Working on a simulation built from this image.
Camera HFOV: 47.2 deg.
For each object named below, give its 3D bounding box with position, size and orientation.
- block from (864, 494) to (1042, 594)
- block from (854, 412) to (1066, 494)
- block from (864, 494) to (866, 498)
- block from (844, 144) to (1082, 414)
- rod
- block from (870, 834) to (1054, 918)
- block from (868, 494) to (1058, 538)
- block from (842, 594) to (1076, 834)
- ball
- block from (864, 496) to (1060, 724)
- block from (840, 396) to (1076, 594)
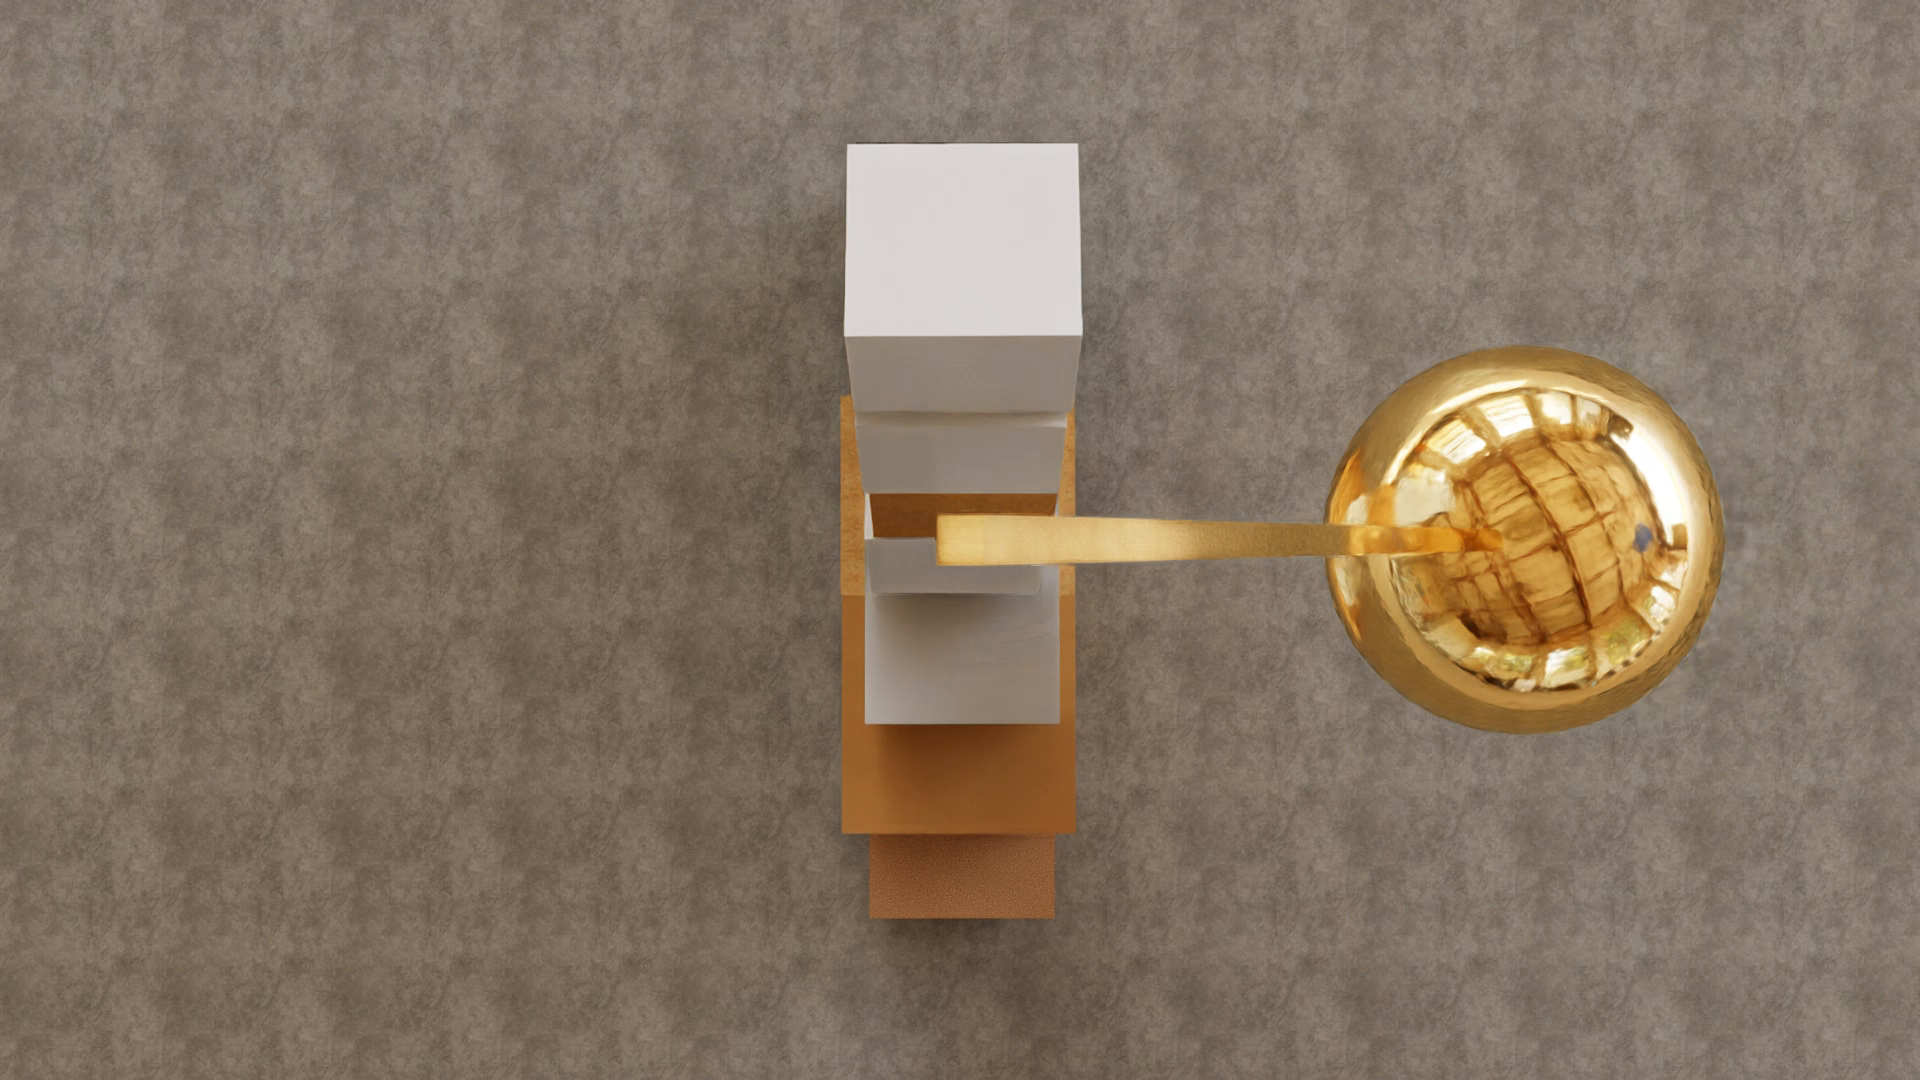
[{"bbox_3d":[-0.022,-0.224,9.521,0.745,0.743,0.717,0,71,0],"label":"block"},{"bbox_3d":[0.004,-0.667,8.242,0.752,0.691,0.798,0,71,0],"label":"block"},{"bbox_3d":[-0.014,-0.583,10.459,0.871,0.925,0.768,0,87,0],"label":"block"},{"bbox_3d":[0.011,-0.893,7.605,0.776,0.661,0.706,0,71,0],"label":"block"},{"bbox_3d":[0.994,0.000,5.884,0.080,5.200,0.080,0,90,22],"label":"rod"},{"bbox_3d":[0.011,1.548,12.532,1.014,0.936,1.057,0,90,0],"label":"block"},{"bbox_3d":[0.013,-0.450,8.869,0.735,0.636,0.710,0,71,0],"label":"block"},{"bbox_3d":[-0.006,0.878,11.471,1.155,1.193,1.178,0,88,0],"label":"block"},{"bbox_3d":[2.295,0.000,9.026,1.600,1.600,1.600,0,90,0],"label":"ball"},{"bbox_3d":[0.009,0.329,10.385,0.873,1.002,1.053,0,87,0],"label":"block"},{"bbox_3d":[-0.010,-0.214,11.488,1.165,1.133,0.992,0,89,0],"label":"block"}]
